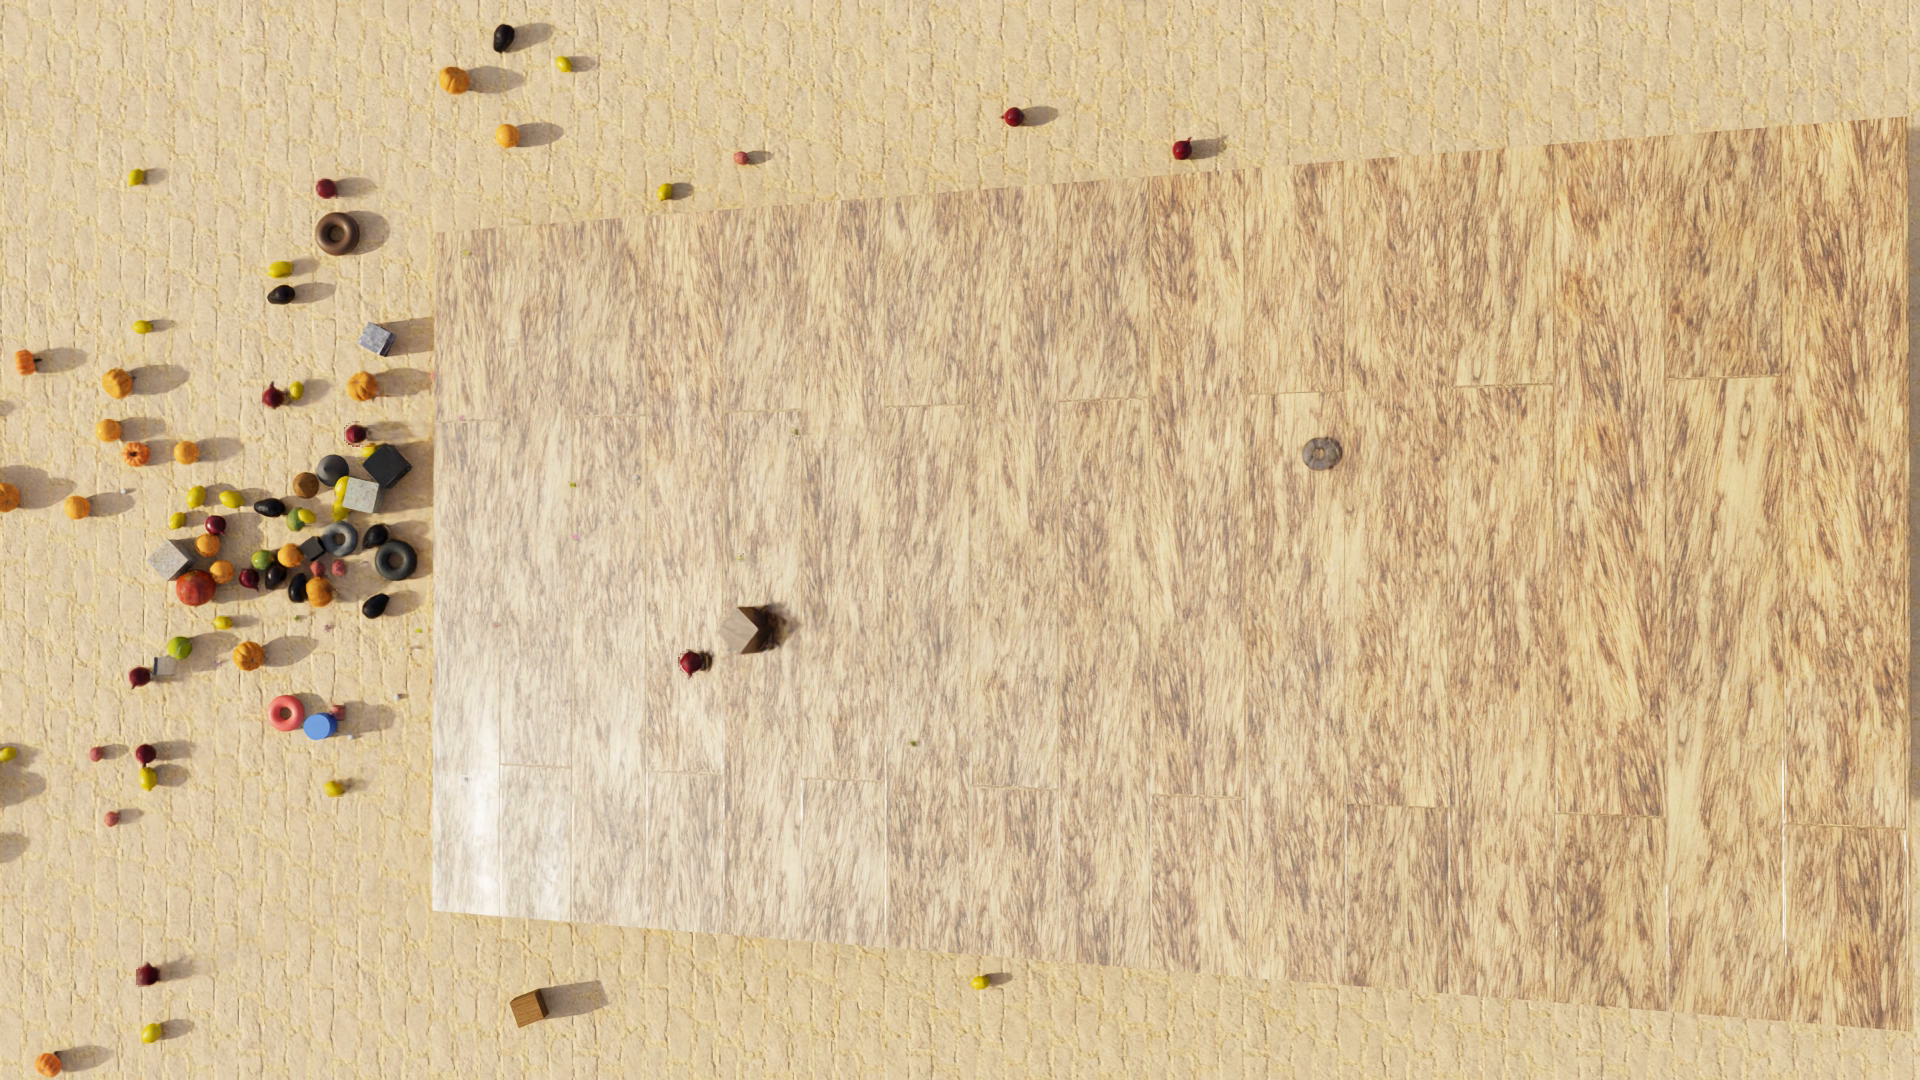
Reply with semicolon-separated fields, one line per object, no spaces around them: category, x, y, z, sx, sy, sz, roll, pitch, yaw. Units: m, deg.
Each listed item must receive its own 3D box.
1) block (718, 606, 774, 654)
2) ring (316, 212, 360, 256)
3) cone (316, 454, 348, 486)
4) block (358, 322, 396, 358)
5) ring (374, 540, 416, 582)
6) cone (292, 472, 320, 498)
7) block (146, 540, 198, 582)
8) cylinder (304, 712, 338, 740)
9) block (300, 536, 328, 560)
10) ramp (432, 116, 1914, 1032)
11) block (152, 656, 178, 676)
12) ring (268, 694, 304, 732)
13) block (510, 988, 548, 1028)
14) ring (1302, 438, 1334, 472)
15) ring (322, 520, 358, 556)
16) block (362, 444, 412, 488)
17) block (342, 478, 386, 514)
block;-0.582;0.246;5.986;0.091;0.091;0.091;43;106;19
ring;-1.860;-0.915;6.569;0.134;0.045;0.134;0;88;1
cone;-1.878;-0.208;6.534;0.097;0.097;0.097;0;89;0
block;-1.736;-0.597;6.550;0.074;0.074;0.074;28;89;0
ring;-1.683;0.061;6.559;0.125;0.042;0.125;0;90;-1
cone;-1.958;-0.164;6.543;0.080;0.080;0.080;0;89;0
block;-2.341;0.060;6.536;0.088;0.088;0.088;-45;90;0
cylinder;-1.901;0.554;6.536;0.077;0.077;0.077;0;89;0
block;-1.926;0.025;6.553;0.054;0.054;0.054;-35;89;0
ramp;0.282;0.082;5.692;4.000;0.100;2.000;0;89;25
block;-2.366;0.376;6.550;0.053;0.053;0.053;4;89;0
ring;-2.010;0.517;6.557;0.110;0.037;0.110;0;90;-1
block;-1.278;1.389;6.525;0.080;0.080;0.080;-21;89;0
ring;0.872;-0.209;5.351;0.083;0.028;0.083;0;90;24
ring;-1.850;-0.004;6.563;0.106;0.035;0.106;0;90;-2
block;-1.702;-0.219;6.537;0.092;0.092;0.092;-43;90;0
block;-1.769;-0.131;6.537;0.091;0.091;0.091;13;89;0
